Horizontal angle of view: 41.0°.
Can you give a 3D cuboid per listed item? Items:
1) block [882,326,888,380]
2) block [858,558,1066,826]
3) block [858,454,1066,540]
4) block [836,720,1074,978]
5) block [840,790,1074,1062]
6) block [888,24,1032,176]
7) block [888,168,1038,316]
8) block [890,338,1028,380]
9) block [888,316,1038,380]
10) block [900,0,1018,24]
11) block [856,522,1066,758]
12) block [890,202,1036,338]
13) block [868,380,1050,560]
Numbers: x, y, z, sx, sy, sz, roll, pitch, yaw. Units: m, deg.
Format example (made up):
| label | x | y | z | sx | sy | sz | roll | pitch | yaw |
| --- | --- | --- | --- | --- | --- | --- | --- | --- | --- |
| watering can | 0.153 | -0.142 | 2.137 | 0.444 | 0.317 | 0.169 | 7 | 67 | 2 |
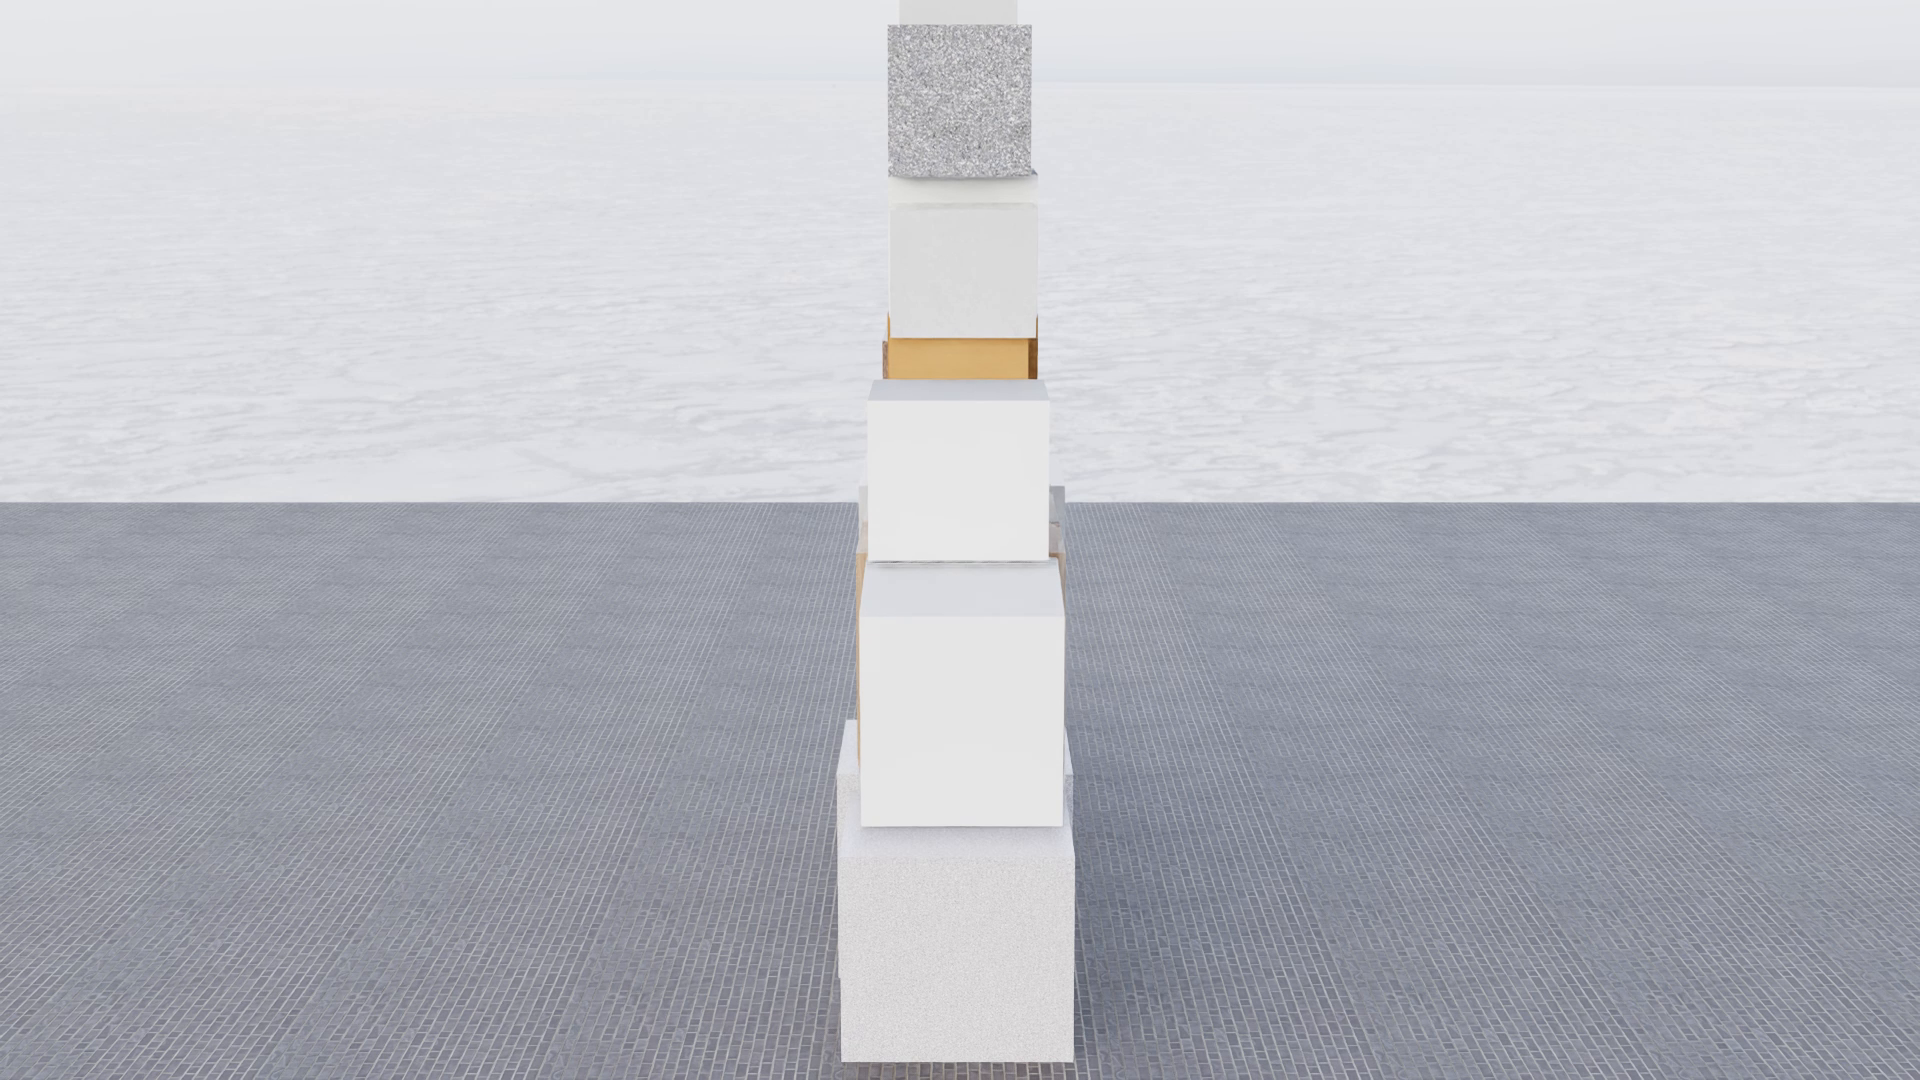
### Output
| label | x | y | z | sx | sy | sz | roll | pitch | yaw |
| --- | --- | --- | --- | --- | --- | --- | --- | --- | --- |
| block | 0.000 | -0.579 | 12.055 | 0.706 | 0.785 | 0.711 | 0 | 10 | 0 |
| block | 0.007 | 0.561 | 9.690 | 0.741 | 0.810 | 0.740 | 0 | 16 | 0 |
| block | 0.008 | 0.128 | 11.221 | 0.862 | 0.888 | 0.888 | 0 | 11 | 0 |
| block | -0.020 | 1.239 | 10.438 | 0.917 | 0.828 | 0.852 | 0 | 10 | 0 |
| block | -0.010 | 1.425 | 9.590 | 0.835 | 0.765 | 0.863 | 0 | 10 | 0 |
| block | -0.001 | -1.857 | 10.830 | 0.592 | 0.617 | 0.551 | 0 | 11 | 0 |
| block | 0.013 | -1.310 | 11.212 | 0.631 | 0.599 | 0.718 | 0 | 11 | 0 |
| block | -0.006 | -0.566 | 10.776 | 0.566 | 0.641 | 0.585 | 0 | 11 | 0 |
| block | 0.011 | -0.690 | 11.357 | 0.647 | 0.672 | 0.583 | 0 | 11 | 0 |
| block | -0.006 | -2.430 | 10.723 | 0.485 | 0.549 | 0.529 | 0 | 11 | 0 |
| block | 0.003 | 0.395 | 10.450 | 0.821 | 0.829 | 0.709 | 0 | 10 | 0 |
| block | 0.013 | -1.120 | 10.598 | 0.589 | 0.513 | 0.539 | 0 | 11 | 0 |
| block | -0.006 | -0.288 | 10.158 | 0.692 | 0.617 | 0.722 | 0 | 10 | 0 |
